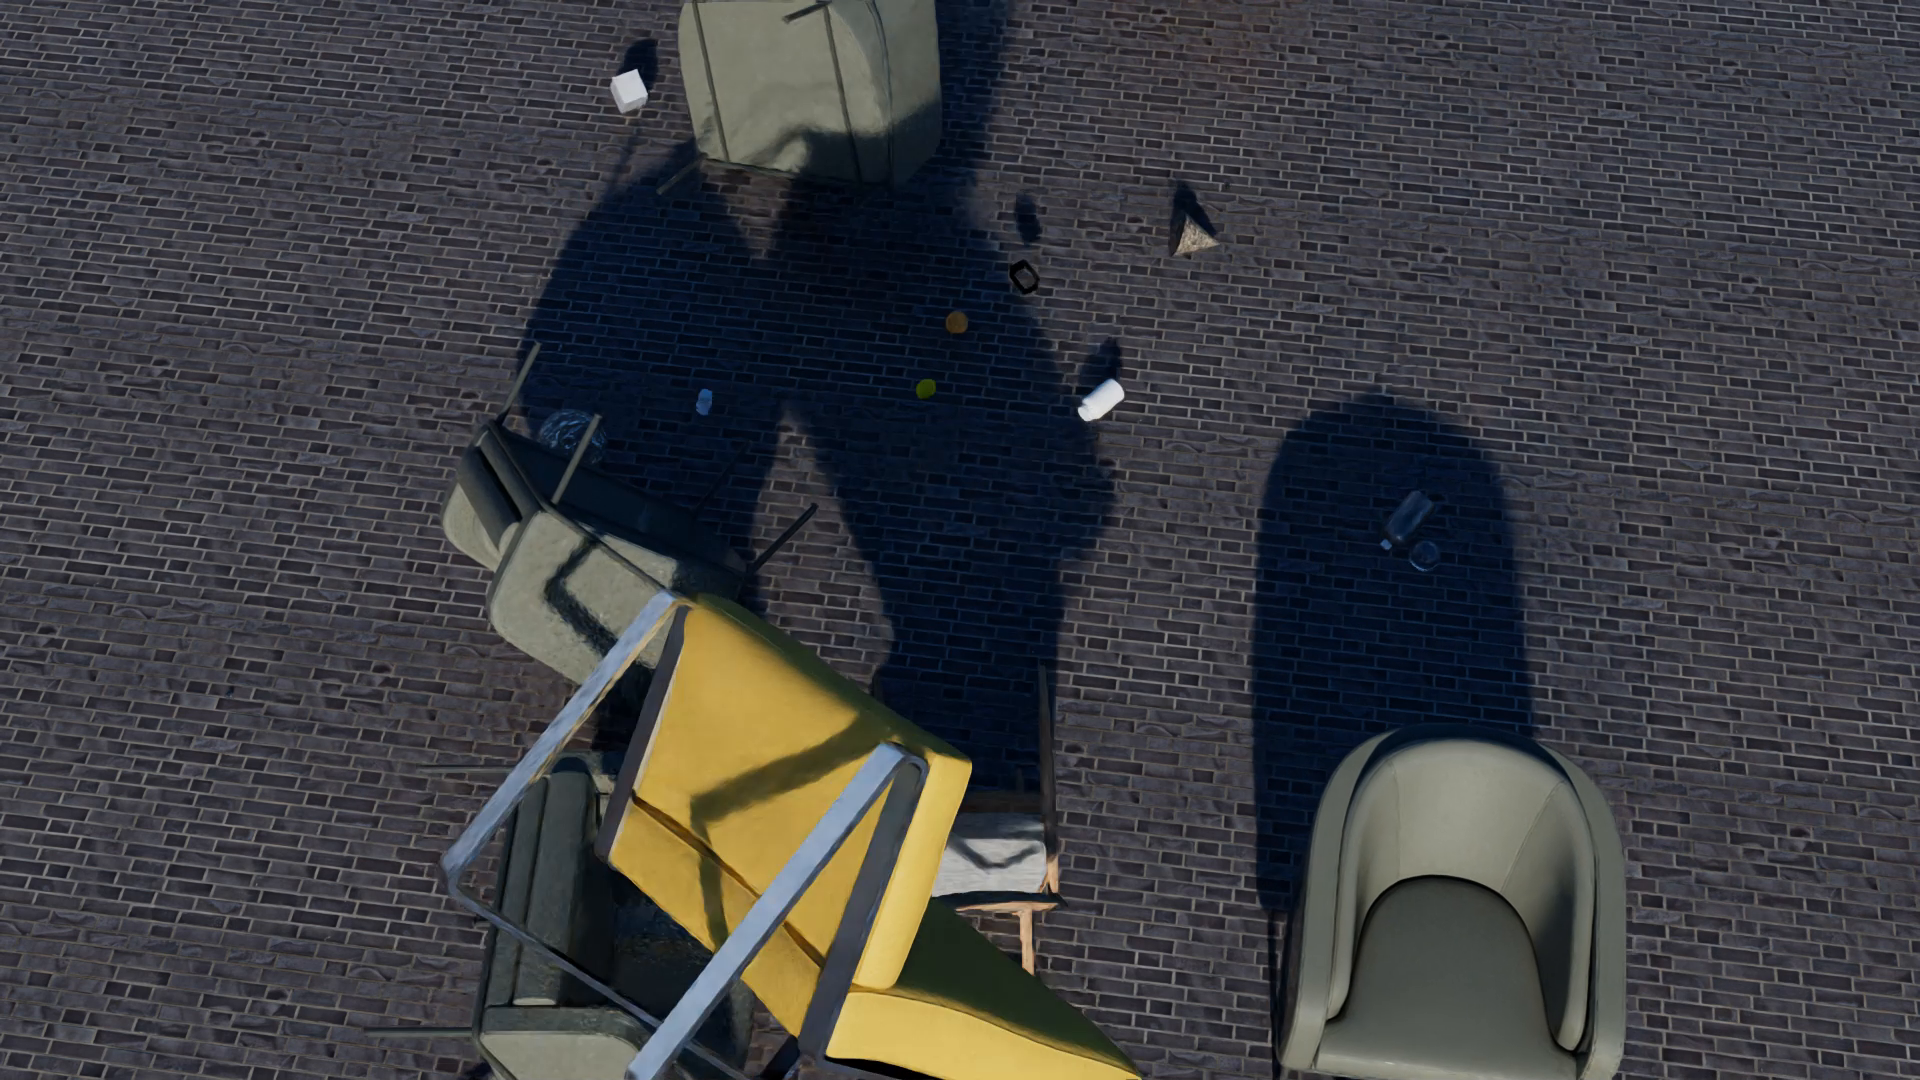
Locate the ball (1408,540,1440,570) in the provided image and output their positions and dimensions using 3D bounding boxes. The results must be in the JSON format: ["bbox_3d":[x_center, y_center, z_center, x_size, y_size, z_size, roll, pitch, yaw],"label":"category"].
[{"bbox_3d":[1.371,0.044,6.489,0.092,0.092,0.092,0,56,0],"label":"ball"}]

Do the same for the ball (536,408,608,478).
[{"bbox_3d":[-1.173,-0.290,6.642,0.211,0.211,0.211,0,56,0],"label":"ball"}]

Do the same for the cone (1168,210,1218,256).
[{"bbox_3d":[0.777,-0.982,7.165,0.151,0.159,0.147,12,42,-11],"label":"cone"}]

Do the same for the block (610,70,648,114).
[{"bbox_3d":[-1.131,-1.533,7.513,0.089,0.114,0.097,-24,90,-15],"label":"block"}]

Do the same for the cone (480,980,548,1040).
[{"bbox_3d":[-1.168,1.179,5.677,0.180,0.174,0.162,-31,62,-19],"label":"cone"}]

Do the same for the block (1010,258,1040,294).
[{"bbox_3d":[0.202,-0.825,6.895,0.053,0.084,0.059,-22,37,28],"label":"block"}]
